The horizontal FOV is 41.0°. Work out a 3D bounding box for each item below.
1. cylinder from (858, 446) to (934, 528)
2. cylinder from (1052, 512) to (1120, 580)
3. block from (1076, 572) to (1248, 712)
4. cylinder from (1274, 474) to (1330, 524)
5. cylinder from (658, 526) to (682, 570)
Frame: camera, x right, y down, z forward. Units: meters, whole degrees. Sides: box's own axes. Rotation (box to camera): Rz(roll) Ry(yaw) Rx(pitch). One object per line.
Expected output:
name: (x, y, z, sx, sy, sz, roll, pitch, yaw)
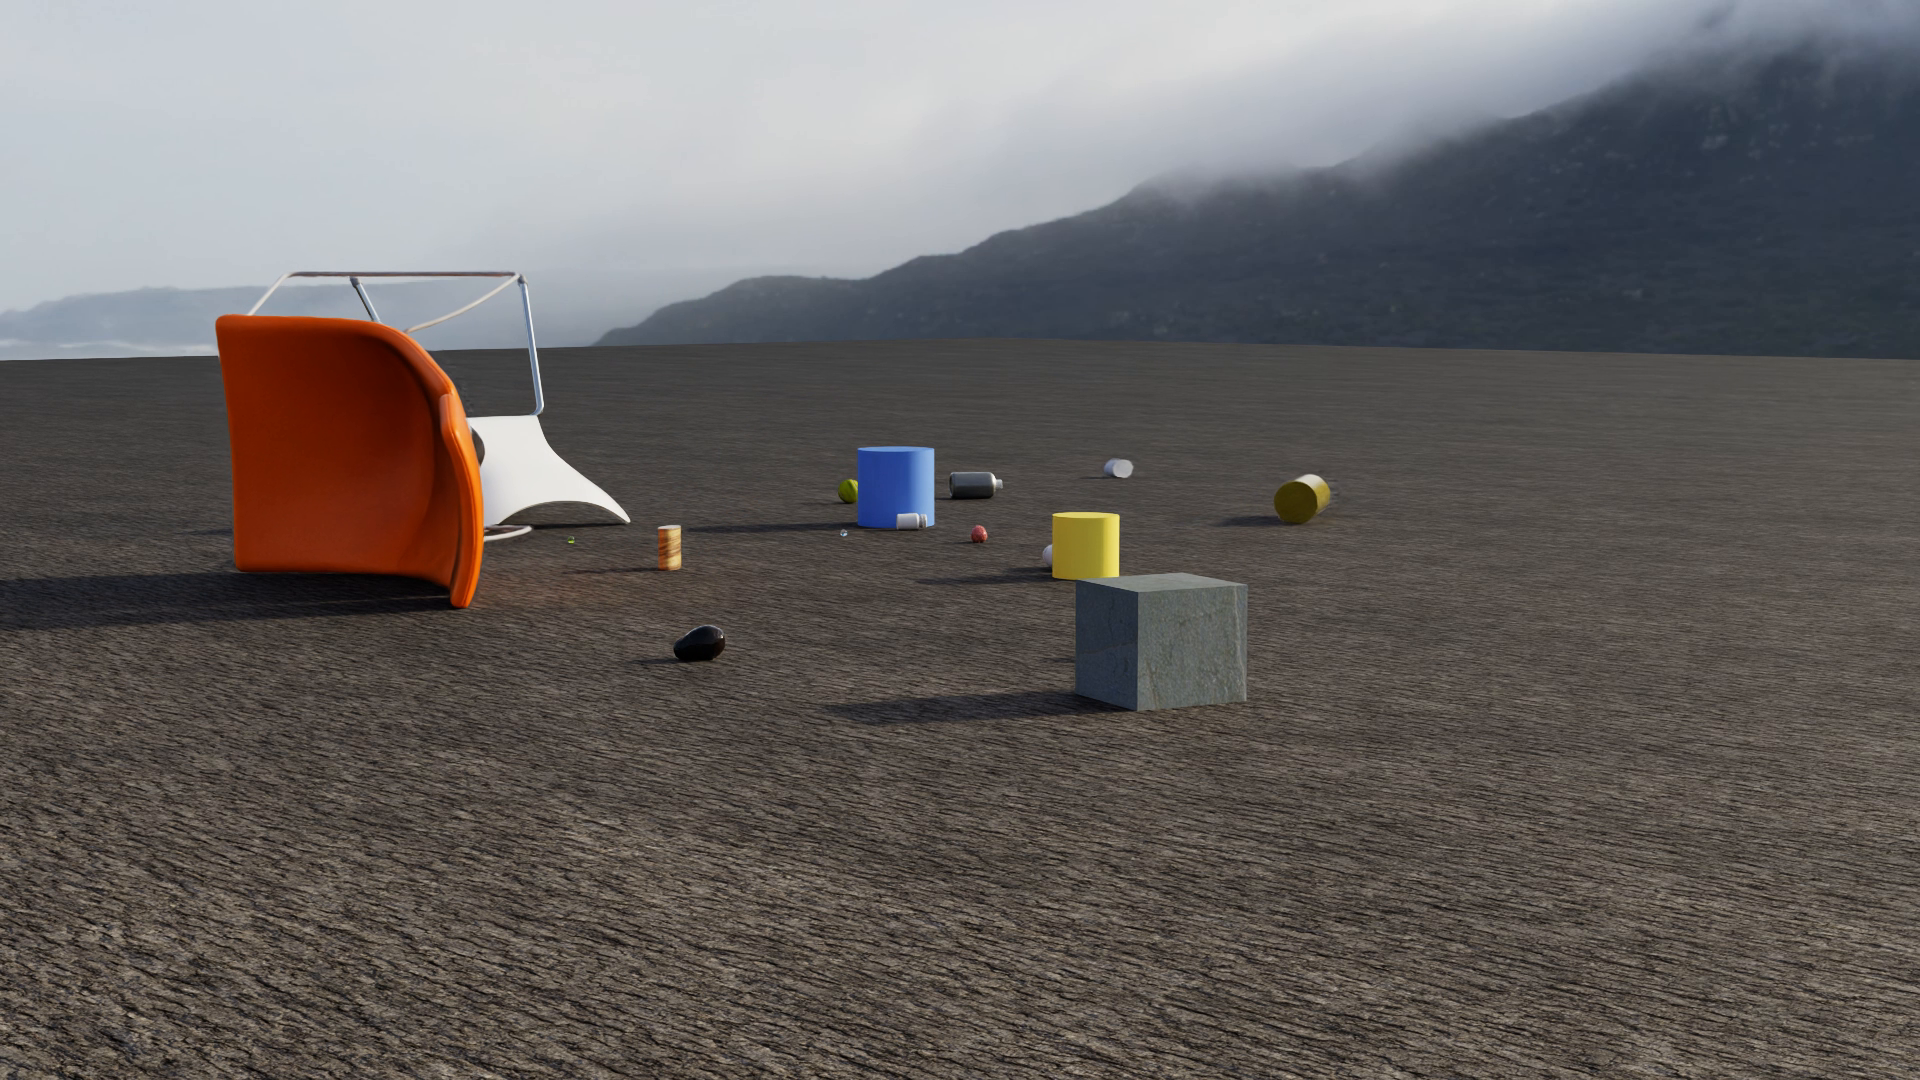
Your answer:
cylinder: (-0.170, -0.141, 6.805, 0.204, 0.201, 0.196, -2, 6, -16)
cylinder: (0.275, 0.013, 5.624, 0.147, 0.136, 0.129, 2, 6, 17)
block: (0.313, 0.156, 4.011, 0.199, 0.182, 0.186, -3, 7, -28)
cylinder: (0.929, -0.112, 6.951, 0.116, 0.113, 0.256, 11, 9, 14)
cylinder: (-0.654, 0.018, 5.778, 0.044, 0.095, 0.081, 2, 6, 16)
